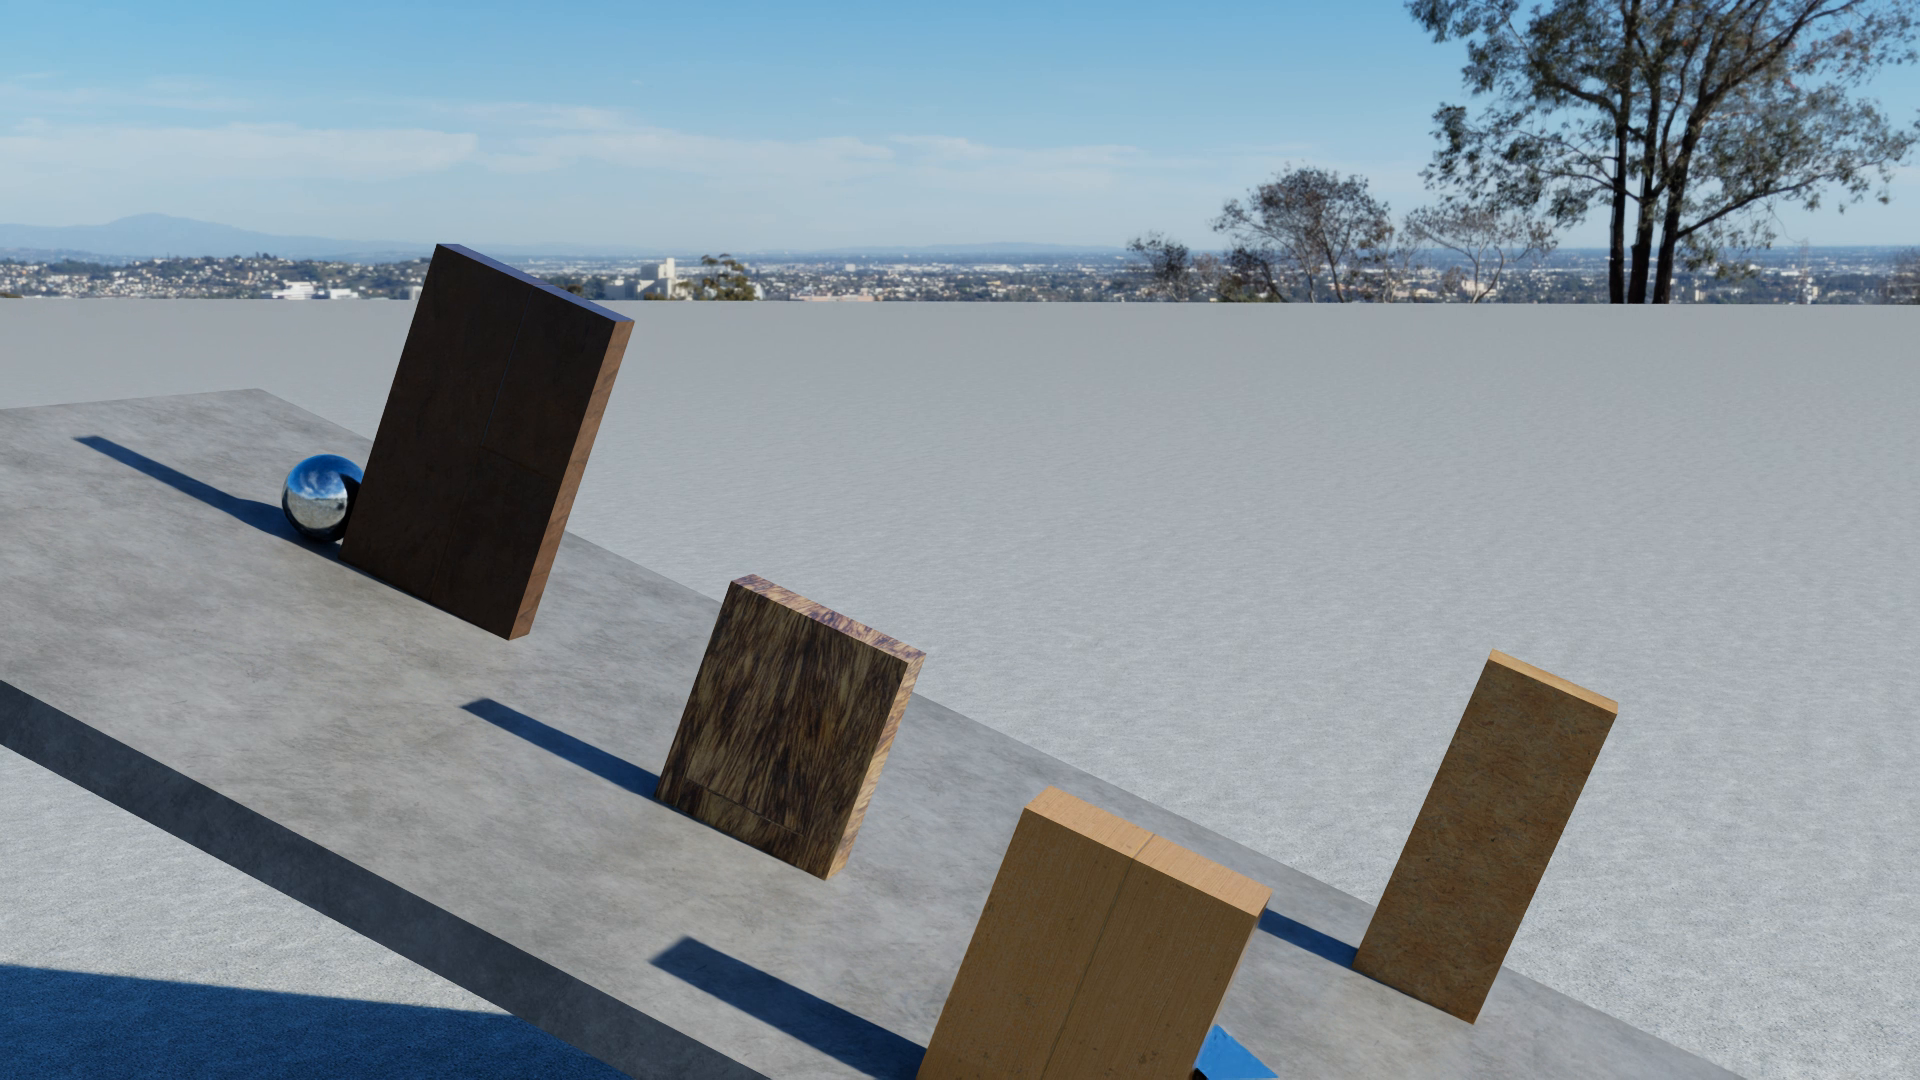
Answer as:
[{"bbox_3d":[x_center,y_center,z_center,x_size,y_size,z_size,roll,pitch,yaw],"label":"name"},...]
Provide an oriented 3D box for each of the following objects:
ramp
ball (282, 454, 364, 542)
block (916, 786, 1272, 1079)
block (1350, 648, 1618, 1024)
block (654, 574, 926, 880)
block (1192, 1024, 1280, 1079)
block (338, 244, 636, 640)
[{"bbox_3d":[-0.315,0.563,4.200,4.000,0.100,2.000,24,13,13],"label":"ramp"},{"bbox_3d":[-1.335,-0.089,4.639,0.186,0.186,0.186,0,7,0],"label":"ball"},{"bbox_3d":[0.195,0.667,3.262,0.366,0.474,0.146,24,13,13],"label":"block"},{"bbox_3d":[1.053,0.596,4.425,0.265,0.697,0.127,24,13,13],"label":"block"},{"bbox_3d":[-0.308,0.334,3.952,0.356,0.431,0.102,24,13,13],"label":"block"},{"bbox_3d":[0.366,0.866,3.431,0.158,0.158,0.158,10,17,-41],"label":"block"},{"bbox_3d":[-0.976,-0.201,4.506,0.424,0.699,0.087,24,13,13],"label":"block"}]
